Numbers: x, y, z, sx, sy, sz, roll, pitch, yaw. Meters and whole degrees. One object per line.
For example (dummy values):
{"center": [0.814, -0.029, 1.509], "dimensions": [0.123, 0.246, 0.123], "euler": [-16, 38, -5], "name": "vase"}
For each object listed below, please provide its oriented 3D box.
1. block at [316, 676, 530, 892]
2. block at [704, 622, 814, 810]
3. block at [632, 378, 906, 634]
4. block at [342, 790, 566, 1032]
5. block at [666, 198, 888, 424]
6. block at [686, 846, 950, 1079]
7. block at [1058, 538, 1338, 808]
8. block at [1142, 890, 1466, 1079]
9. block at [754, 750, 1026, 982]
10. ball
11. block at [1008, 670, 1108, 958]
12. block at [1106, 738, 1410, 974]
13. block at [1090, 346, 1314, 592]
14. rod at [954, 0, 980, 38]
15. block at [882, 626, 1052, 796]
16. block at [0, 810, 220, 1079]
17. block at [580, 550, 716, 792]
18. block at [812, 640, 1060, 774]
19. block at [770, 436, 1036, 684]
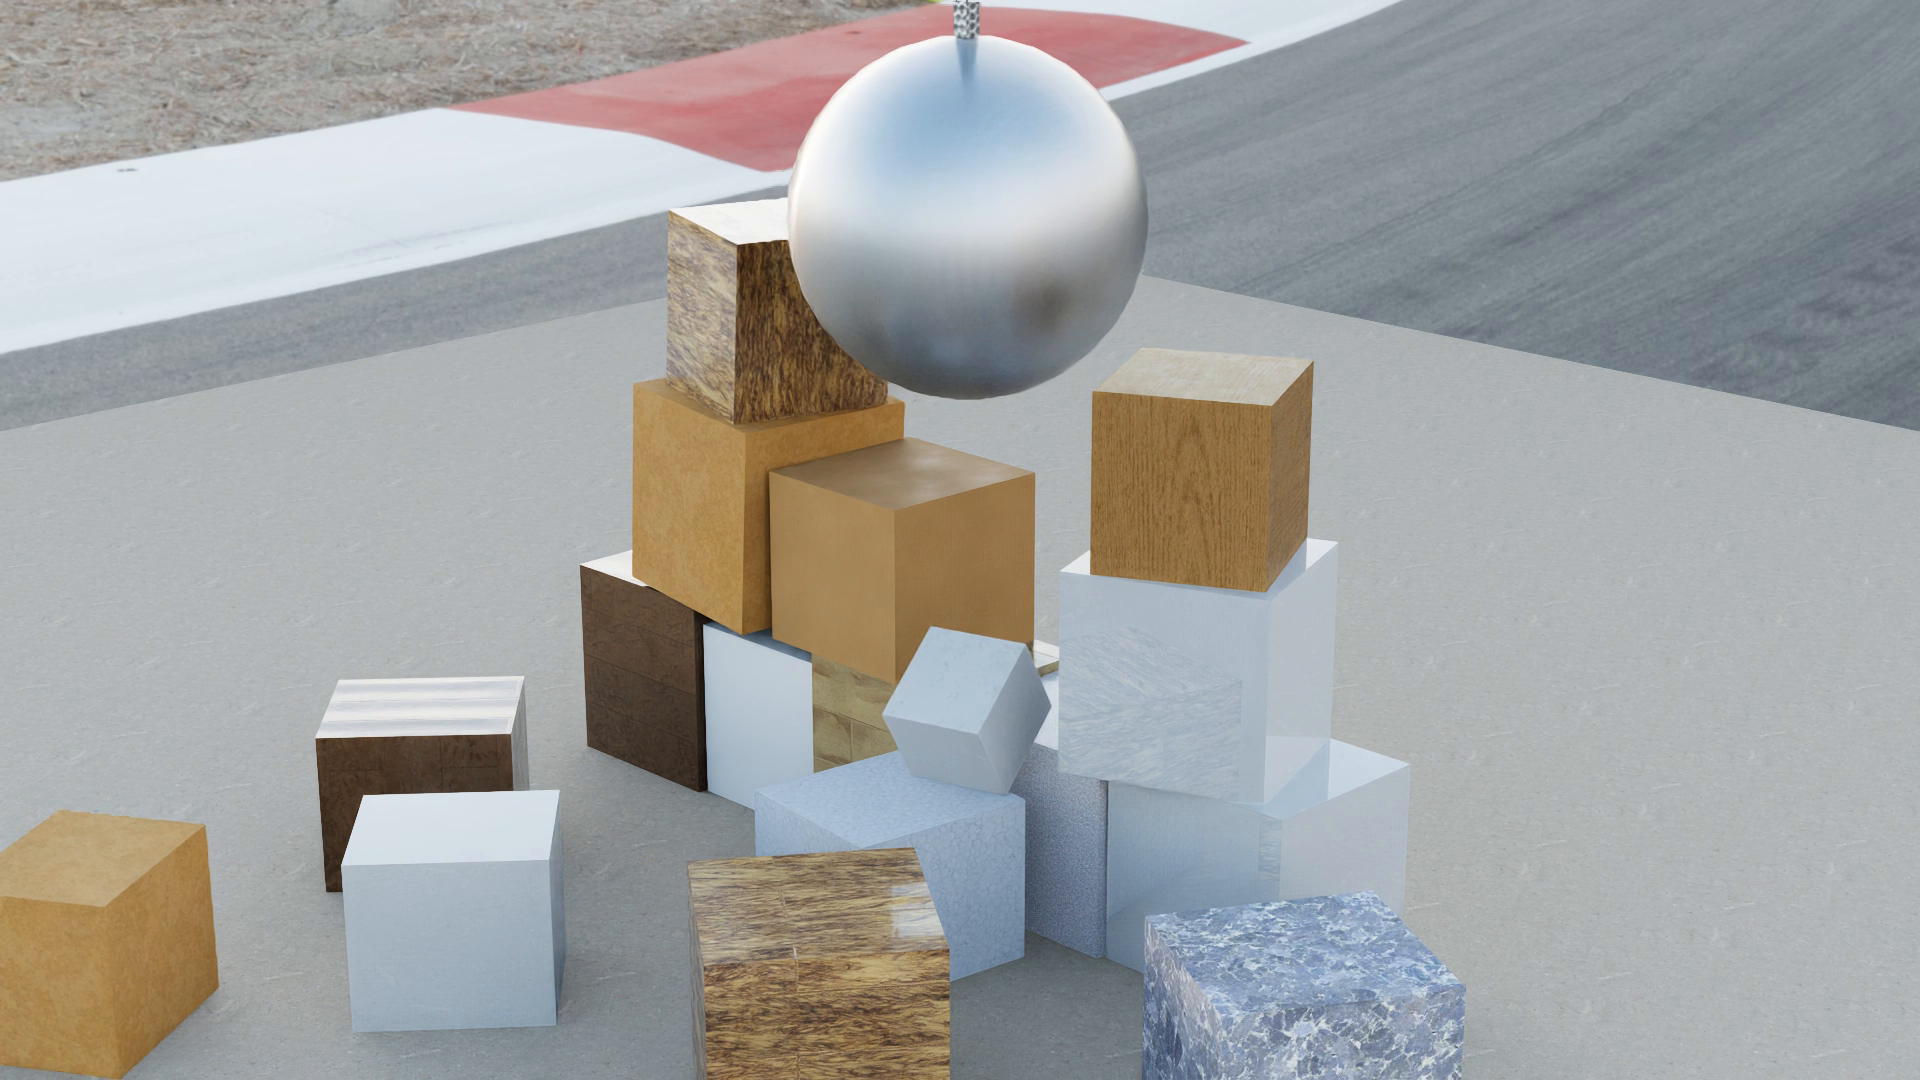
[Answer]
{"center": [-2.461, 1.118, 13.542], "dimensions": [0.865, 0.747, 0.749], "euler": [-1, 17, -3], "name": "block"}
{"center": [-0.667, 0.821, 14.293], "dimensions": [0.812, 0.864, 0.813], "euler": [-17, 24, -42], "name": "block"}
{"center": [-0.937, -0.240, 14.208], "dimensions": [0.935, 0.992, 0.921], "euler": [-14, 26, -38], "name": "block"}
{"center": [-2.091, 1.536, 12.225], "dimensions": [0.826, 0.738, 0.738], "euler": [-1, 17, -4], "name": "block"}
{"center": [-0.862, -1.103, 13.881], "dimensions": [0.815, 0.857, 0.710], "euler": [-9, 23, -30], "name": "block"}
{"center": [-0.557, 1.781, 11.284], "dimensions": [0.903, 0.835, 0.948], "euler": [-3, 18, -8], "name": "block"}
{"center": [0.999, 0.487, 12.268], "dimensions": [0.905, 0.880, 0.856], "euler": [8, 19, 24], "name": "block"}
{"center": [1.257, 1.905, 10.916], "dimensions": [0.921, 0.821, 0.875], "euler": [-5, 18, -14], "name": "block"}
{"center": [-0.301, 1.431, 12.575], "dimensions": [0.854, 0.730, 0.786], "euler": [-13, 22, -35], "name": "block"}
{"center": [0.033, -1.418, 12.931], "dimensions": [1.600, 1.600, 1.600], "euler": [0, 17, 0], "name": "ball"}
{"center": [0.585, 1.180, 13.101], "dimensions": [0.915, 0.892, 0.929], "euler": [-17, 24, -42], "name": "block"}
{"center": [1.259, 1.369, 12.459], "dimensions": [0.933, 0.917, 0.853], "euler": [17, 24, 42], "name": "block"}
{"center": [0.997, -0.303, 12.032], "dimensions": [0.730, 0.769, 0.780], "euler": [6, 18, 18], "name": "block"}
{"center": [0.014, -4.656, 11.894], "dimensions": [0.080, 5.200, 0.080], "euler": [17, 24, 42], "name": "rod"}
{"center": [0.035, 0.728, 12.536], "dimensions": [0.467, 0.432, 0.491], "euler": [10, 54, 29], "name": "block"}
{"center": [-3.541, 1.629, 11.919], "dimensions": [0.669, 0.744, 0.837], "euler": [4, 18, 13], "name": "block"}
{"center": [-1.263, 0.582, 14.866], "dimensions": [0.937, 0.976, 0.883], "euler": [-17, 24, -42], "name": "block"}
{"center": [-0.070, 0.970, 13.697], "dimensions": [0.880, 0.936, 0.865], "euler": [17, 24, 42], "name": "block"}
{"center": [-0.266, 0.076, 13.620], "dimensions": [0.875, 0.816, 0.860], "euler": [-16, 23, -41], "name": "block"}
